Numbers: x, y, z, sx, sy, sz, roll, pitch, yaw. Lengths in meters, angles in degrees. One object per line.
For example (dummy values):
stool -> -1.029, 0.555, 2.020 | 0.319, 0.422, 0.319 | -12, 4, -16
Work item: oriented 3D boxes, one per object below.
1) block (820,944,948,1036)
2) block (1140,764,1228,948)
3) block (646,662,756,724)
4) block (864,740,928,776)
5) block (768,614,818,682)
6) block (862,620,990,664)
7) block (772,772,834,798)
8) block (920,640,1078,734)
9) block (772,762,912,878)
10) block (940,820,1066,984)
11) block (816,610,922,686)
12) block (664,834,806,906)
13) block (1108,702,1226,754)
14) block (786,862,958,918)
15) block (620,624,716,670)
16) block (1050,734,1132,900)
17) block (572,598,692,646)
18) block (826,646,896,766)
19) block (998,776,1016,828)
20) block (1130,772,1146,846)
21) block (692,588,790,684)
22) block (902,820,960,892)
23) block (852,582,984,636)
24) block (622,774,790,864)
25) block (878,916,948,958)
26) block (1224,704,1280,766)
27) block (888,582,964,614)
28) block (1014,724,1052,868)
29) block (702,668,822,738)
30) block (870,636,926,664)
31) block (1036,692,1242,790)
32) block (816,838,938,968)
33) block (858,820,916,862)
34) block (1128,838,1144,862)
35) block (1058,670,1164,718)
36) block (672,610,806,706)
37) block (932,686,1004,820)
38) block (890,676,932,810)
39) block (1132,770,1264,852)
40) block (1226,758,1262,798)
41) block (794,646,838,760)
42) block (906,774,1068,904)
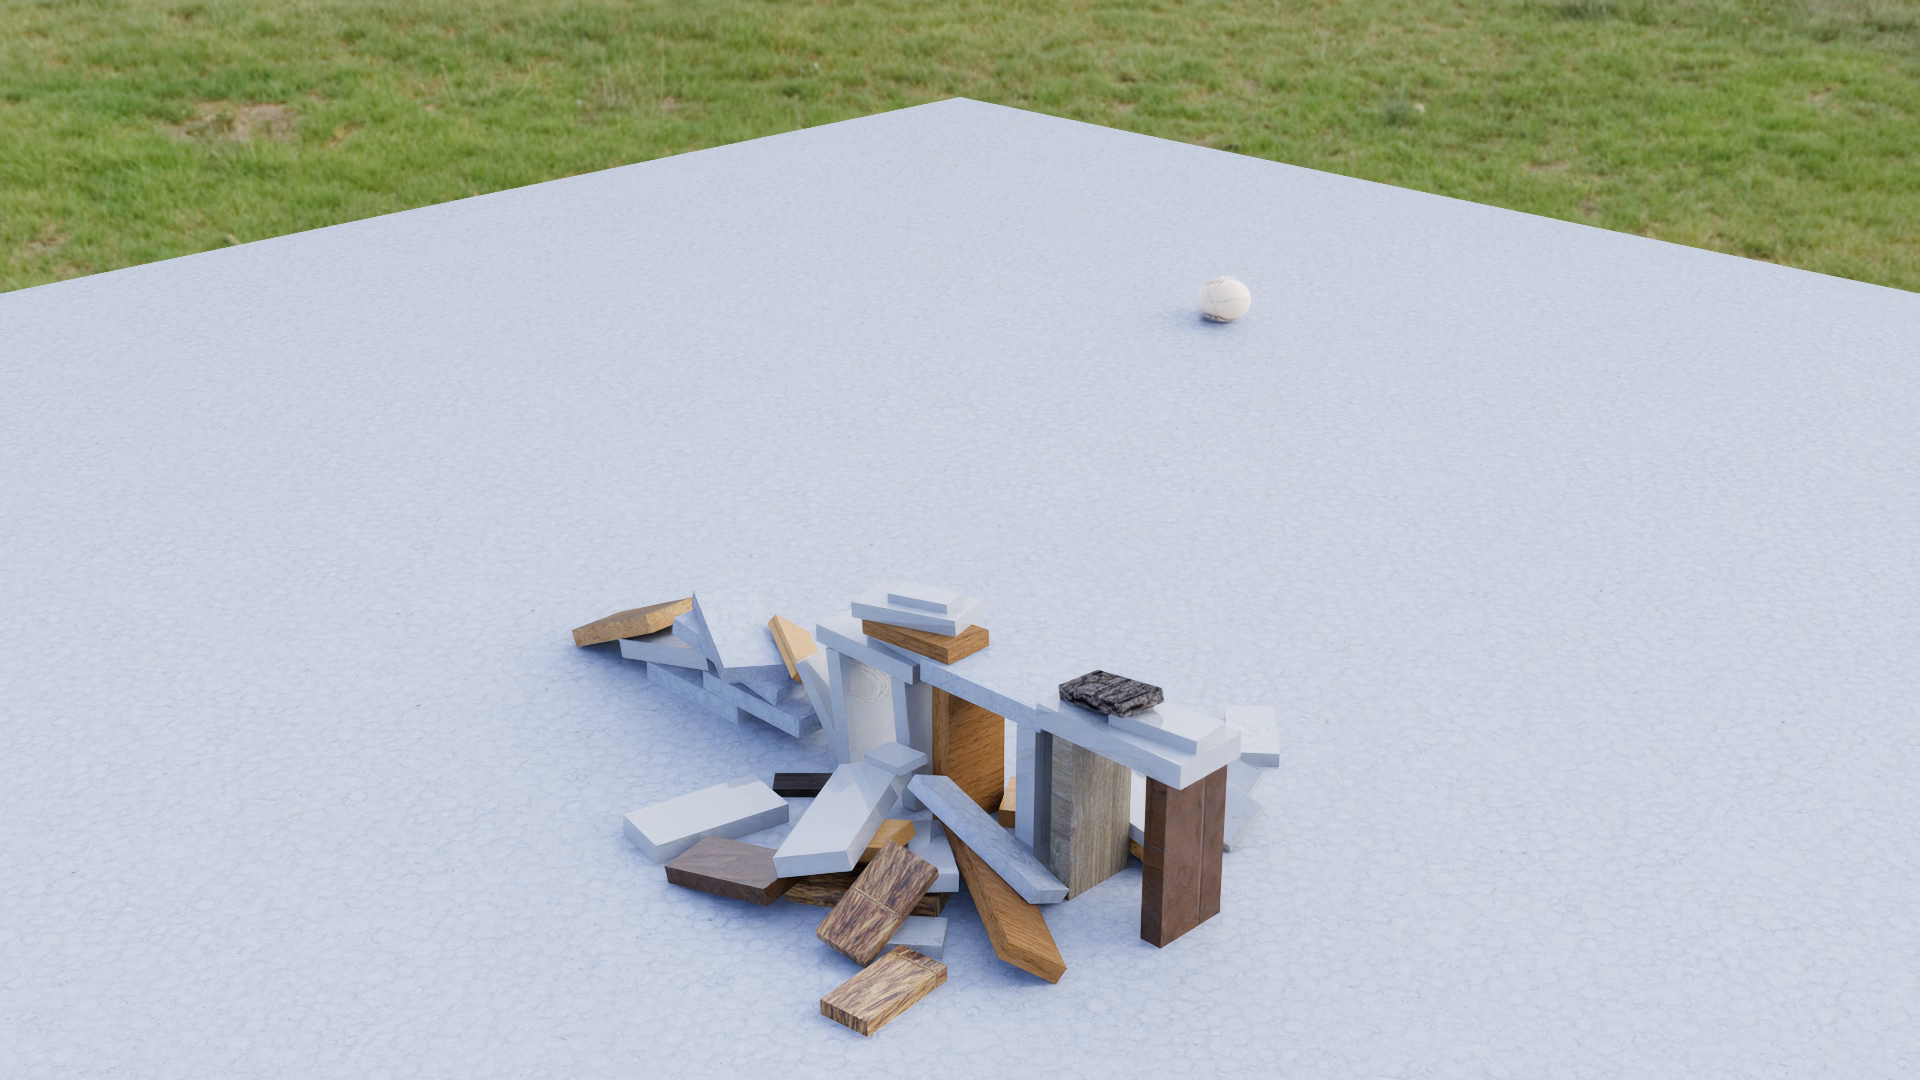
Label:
block -> -0.132, 0.789, 3.861 | 0.108, 0.031, 0.216 | 17, 29, 35
block -> 0.408, 0.556, 4.011 | 0.049, 0.343, 0.171 | 21, 31, 41
block -> -0.543, 0.318, 4.955 | 0.318, 0.045, 0.159 | 21, 31, 40
block -> -0.128, 0.432, 4.356 | 0.068, 0.019, 0.136 | -23, 19, -28
block -> -0.343, 0.246, 4.736 | 0.099, 0.028, 0.199 | 30, 18, -36
block -> -0.069, 0.182, 4.364 | 0.236, 0.033, 0.118 | 17, 28, 40
block -> -0.295, 0.506, 4.543 | 0.178, 0.019, 0.068 | 0, 23, 0
block -> 0.092, 0.274, 4.241 | 0.319, 0.045, 0.159 | 21, 31, 40
block -> -0.220, 0.528, 4.224 | 0.147, 0.042, 0.401 | -8, 17, 19
block -> 0.073, 0.650, 4.100 | 0.128, 0.036, 0.501 | 28, 13, -23
block -> -0.145, 0.209, 4.478 | 0.285, 0.040, 0.143 | 21, 31, 40
block -> -0.423, 0.626, 4.177 | 0.256, 0.036, 0.128 | 6, 25, 37
block -> 0.371, 0.329, 3.950 | 0.189, 0.027, 0.094 | 17, 29, 35
block -> -0.168, 0.651, 4.173 | 0.294, 0.042, 0.147 | 7, 24, 15
block -> -0.613, 0.235, 4.998 | 0.318, 0.045, 0.159 | 5, 19, 45
block -> 0.249, 0.493, 4.159 | 0.049, 0.343, 0.171 | 21, 31, 40
block -> -0.755, 0.191, 5.106 | 0.293, 0.042, 0.147 | -11, 8, 45
block -> -0.200, 0.339, 4.592 | 0.143, 0.285, 0.040 | -21, 24, -41
block -> 0.226, 0.540, 4.438 | 0.275, 0.039, 0.138 | 4, 23, 10
block -> 0.340, 0.520, 4.299 | 0.236, 0.033, 0.118 | 34, 41, 29
block -> -0.479, 0.205, 4.795 | 0.147, 0.042, 0.293 | -2, 34, -21
block -> -0.083, 0.600, 4.185 | 0.128, 0.036, 0.256 | 0, 15, -8
block -> -0.085, 0.137, 4.389 | 0.236, 0.033, 0.118 | 10, 24, 26
block -> -0.507, 0.556, 4.397 | 0.294, 0.042, 0.147 | -15, 27, -31
block -> -0.121, 0.723, 4.023 | 0.189, 0.027, 0.095 | 2, 23, 5
block -> 0.627, 0.420, 4.732 | 0.108, 0.031, 0.216 | 2, 23, 4
block -> -0.068, 0.114, 4.373 | 0.136, 0.019, 0.068 | 10, 24, 28
block -> 0.175, 0.475, 4.234 | 0.045, 0.319, 0.159 | 19, 29, 37
block -> -0.398, 0.333, 4.806 | 0.318, 0.045, 0.159 | 22, 32, 40
block -> -0.089, 0.198, 4.418 | 0.099, 0.028, 0.199 | -18, 29, -36
block -> 0.323, 0.345, 4.007 | 0.343, 0.049, 0.171 | 21, 31, 40
block -> -0.150, 0.661, 4.001 | 0.111, 0.031, 0.222 | 28, 62, 24
block -> -0.208, 0.572, 4.200 | 0.222, 0.031, 0.111 | -3, 20, 34
block -> 0.343, 0.543, 4.331 | 0.275, 0.039, 0.138 | 33, 41, 28
block -> 0.274, 0.280, 4.010 | 0.095, 0.027, 0.189 | -19, 18, -31
block -> -0.464, 0.241, 4.822 | 0.330, 0.042, 0.147 | 32, 37, 31
block -> 0.018, 0.413, 4.380 | 0.045, 0.319, 0.159 | 21, 31, 40
block -> -0.063, 0.391, 4.470 | 0.143, 0.285, 0.040 | -21, 24, -40
block -> 0.423, 0.468, 4.394 | 0.375, 0.031, 0.108 | 35, 70, 23
block -> 0.445, 0.458, 4.439 | 0.301, 0.039, 0.138 | 29, 69, 21
block -> -0.261, 0.349, 4.656 | 0.028, 0.237, 0.099 | -20, 6, 41
block -> 0.052, 0.568, 4.191 | 0.354, 0.031, 0.111 | 40, 15, 32
